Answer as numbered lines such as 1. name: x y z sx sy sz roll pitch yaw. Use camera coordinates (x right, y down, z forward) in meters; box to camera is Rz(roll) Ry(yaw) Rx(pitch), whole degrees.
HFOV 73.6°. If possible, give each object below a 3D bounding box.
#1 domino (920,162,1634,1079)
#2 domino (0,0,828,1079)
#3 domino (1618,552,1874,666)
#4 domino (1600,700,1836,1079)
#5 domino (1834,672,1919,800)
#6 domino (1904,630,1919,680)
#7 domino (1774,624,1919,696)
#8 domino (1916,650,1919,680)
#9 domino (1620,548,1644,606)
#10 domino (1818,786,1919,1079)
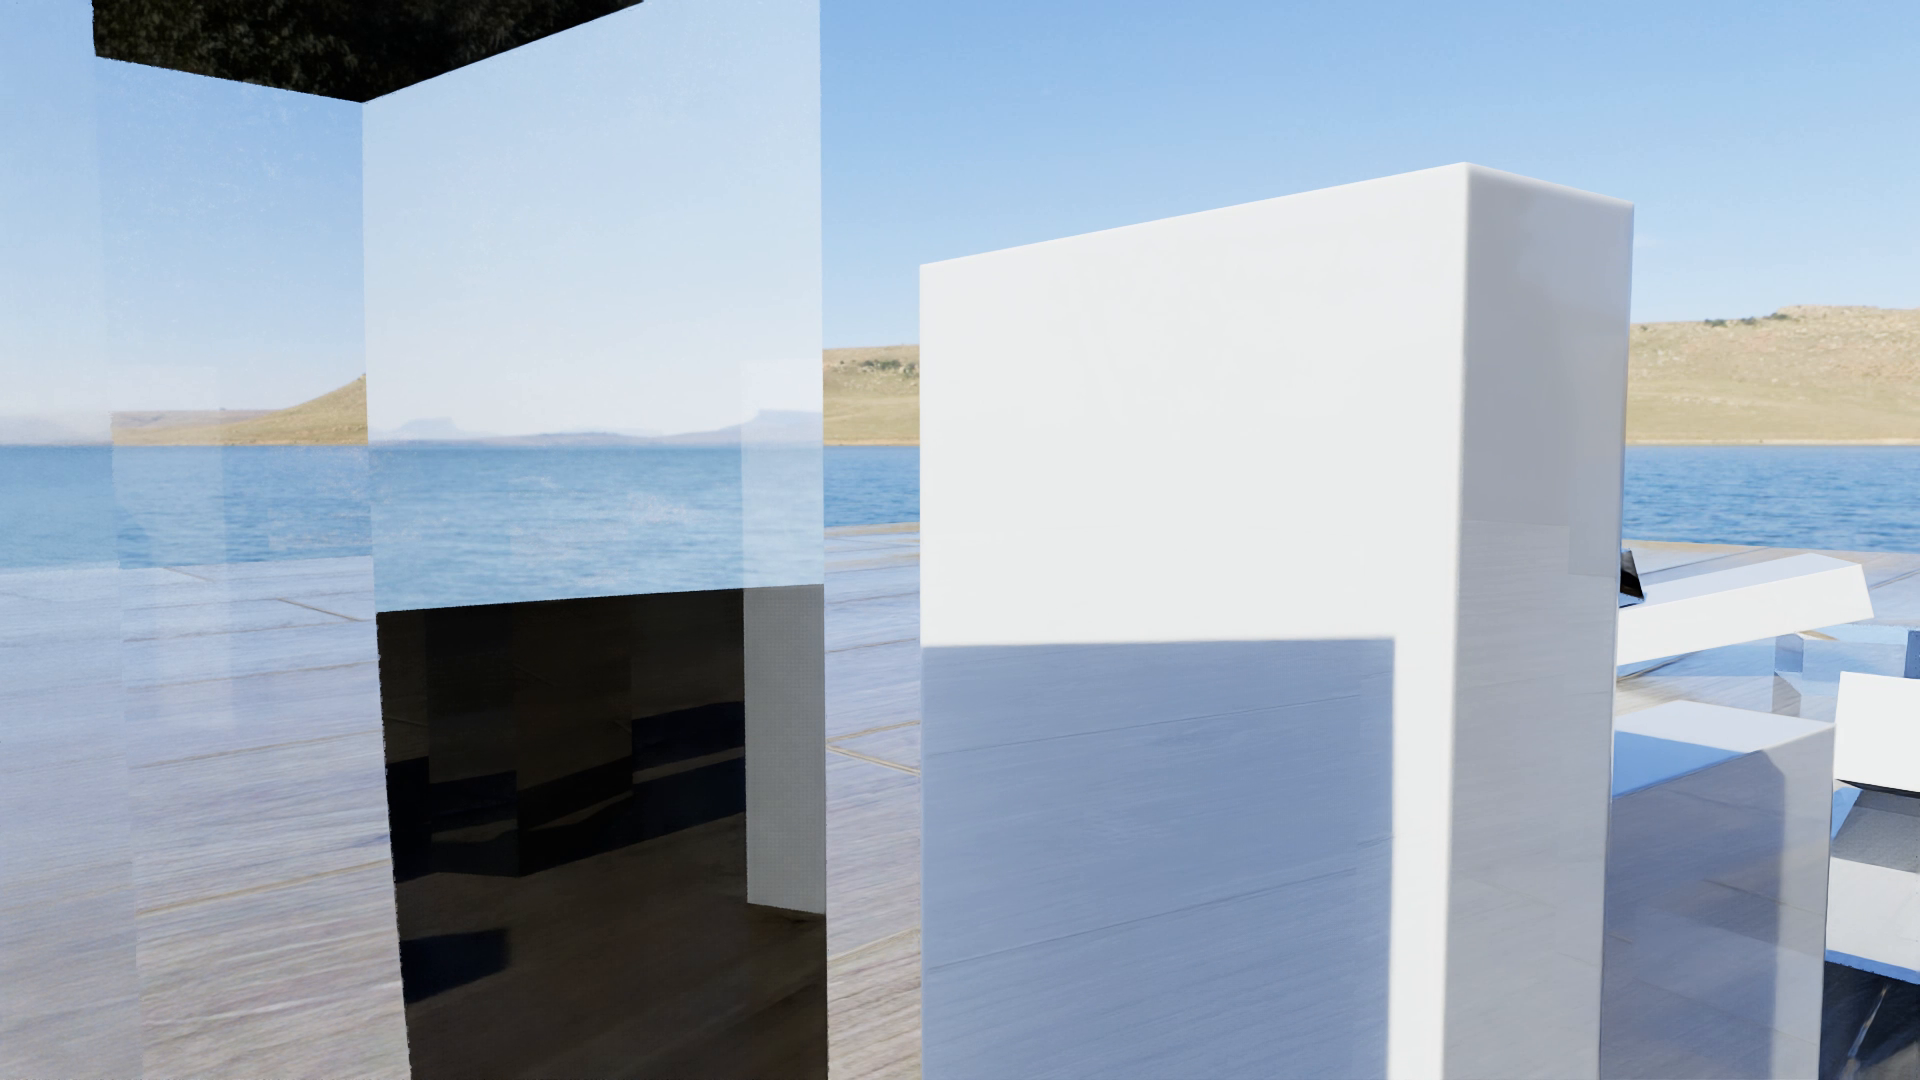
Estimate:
1. domino: 0.010 0.014 0.049 0.009 0.050 0.025 -3 5 -37
2. domino: -0.015 0.016 0.025 0.025 0.050 0.010 4 6 40
3. domino: 0.137 0.014 0.240 0.050 0.010 0.025 -14 0 17
4. domino: 0.032 0.025 0.070 0.050 0.025 0.009 -3 5 -37
5. domino: 0.104 0.022 0.122 0.050 0.009 0.025 17 -8 -43
6. domino: 0.130 0.020 0.149 0.050 0.010 0.025 16 -8 -43
7. domino: 0.171 0.021 0.219 0.050 0.009 0.025 2 5 23
8. domino: 0.157 0.018 0.173 0.025 0.009 0.050 9 -5 13
9. domino: 0.102 0.012 0.251 0.050 0.009 0.025 -16 2 8
10. domino: 0.075 0.030 0.099 0.050 0.010 0.025 -4 6 -41
